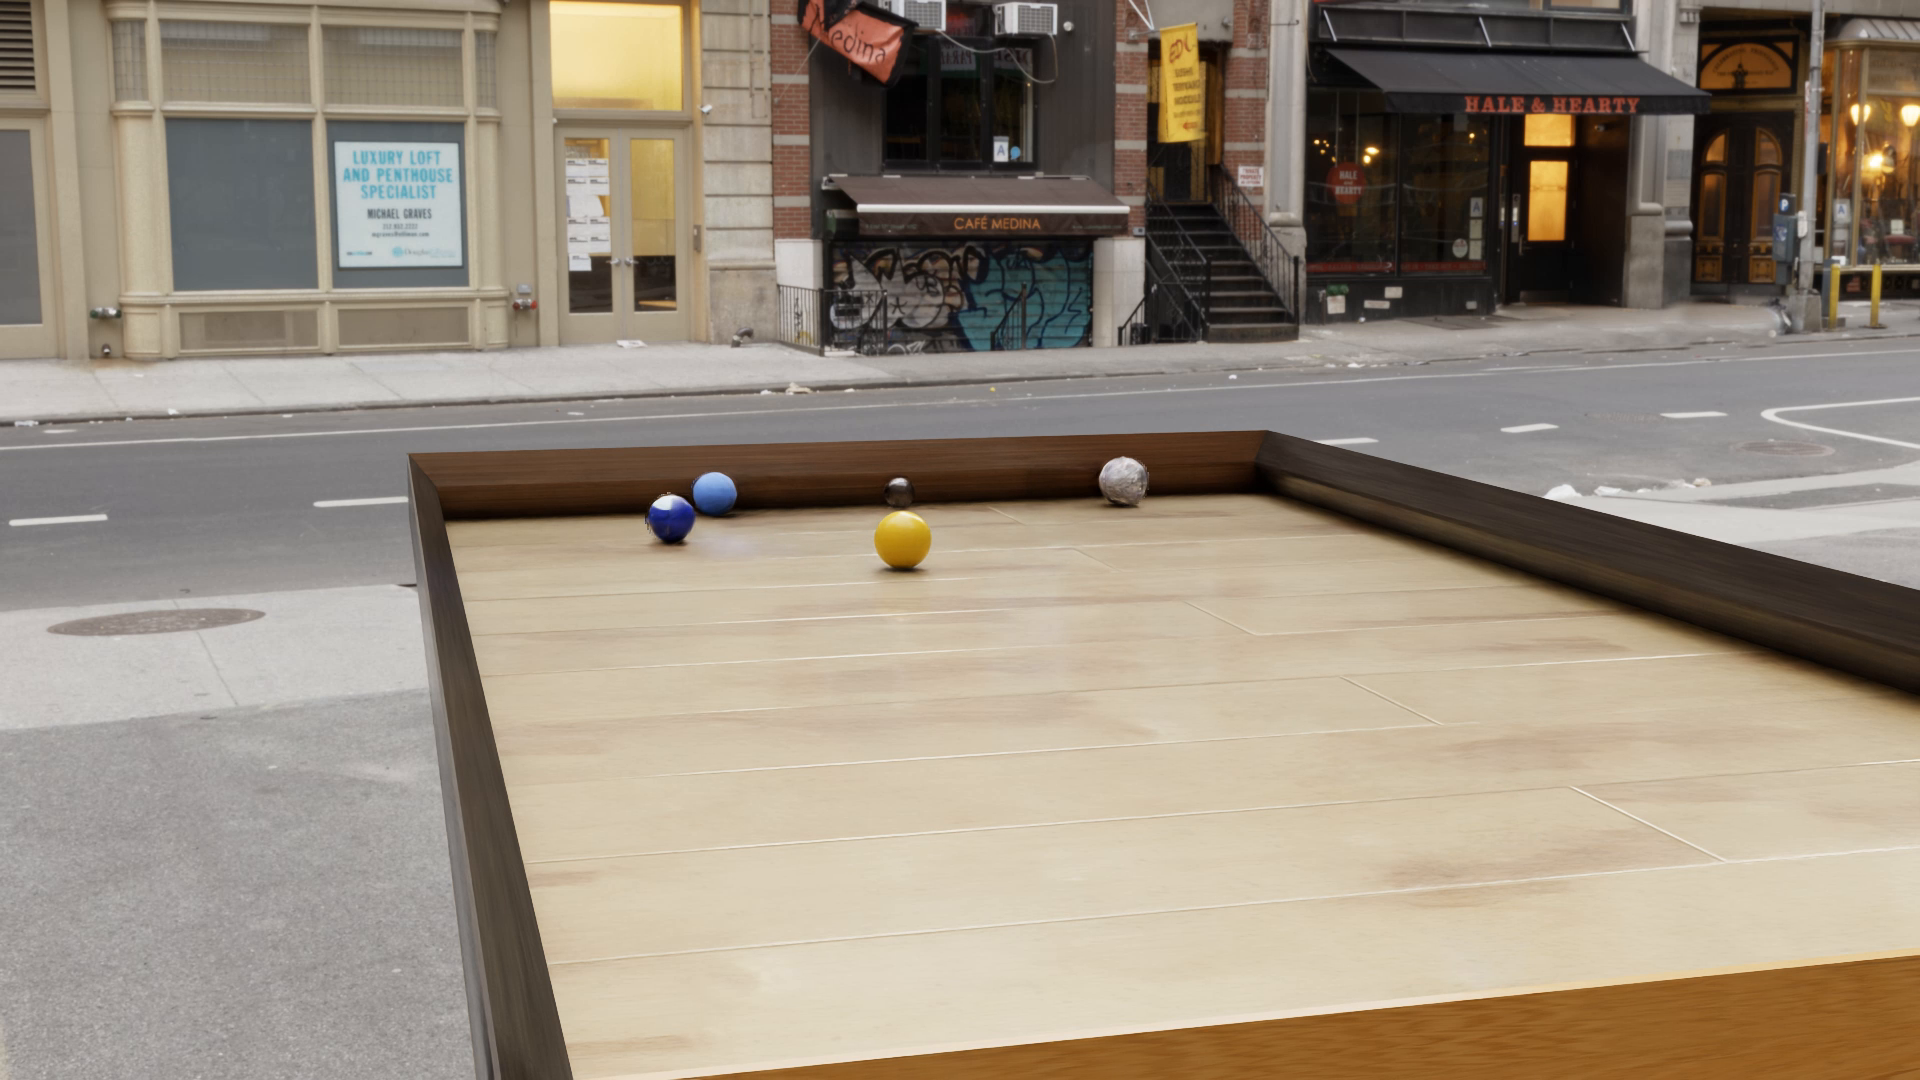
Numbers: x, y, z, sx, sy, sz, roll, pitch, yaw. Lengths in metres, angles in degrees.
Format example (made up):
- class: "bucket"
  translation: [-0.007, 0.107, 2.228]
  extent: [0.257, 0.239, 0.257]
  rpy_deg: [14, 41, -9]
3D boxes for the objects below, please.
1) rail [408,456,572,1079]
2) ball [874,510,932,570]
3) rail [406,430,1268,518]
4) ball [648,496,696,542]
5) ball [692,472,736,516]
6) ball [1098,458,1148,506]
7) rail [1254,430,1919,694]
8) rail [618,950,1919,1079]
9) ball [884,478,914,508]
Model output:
- class: "rail"
  translation: [-0.556, 0.111, 2.400]
  extent: [0.045, 0.113, 2.831]
  rpy_deg: [-2, 9, -15]
- class: "ball"
  translation: [-0.084, 0.000, 3.239]
  extent: [0.086, 0.086, 0.086]
  rpy_deg: [0, 9, 0]
- class: "rail"
  translation: [-0.175, -0.117, 3.924]
  extent: [1.572, 0.113, 0.045]
  rpy_deg: [-2, 9, -15]
- class: "ball"
  translation: [-0.459, -0.034, 3.500]
  extent: [0.075, 0.075, 0.075]
  rpy_deg: [0, 9, 0]
- class: "ball"
  translation: [-0.424, -0.079, 3.803]
  extent: [0.075, 0.075, 0.075]
  rpy_deg: [0, 9, 0]
- class: "ball"
  translation: [0.292, -0.105, 3.934]
  extent: [0.087, 0.087, 0.087]
  rpy_deg: [0, 9, 0]
- class: "rail"
  translation: [0.918, 0.053, 2.786]
  extent: [0.045, 0.113, 2.831]
  rpy_deg: [-2, 9, -15]
- class: "rail"
  translation: [0.537, 0.282, 1.262]
  extent: [1.572, 0.113, 0.045]
  rpy_deg: [-2, 9, -15]
- class: "ball"
  translation: [-0.108, -0.084, 3.906]
  extent: [0.054, 0.054, 0.054]
  rpy_deg: [0, 9, 0]
